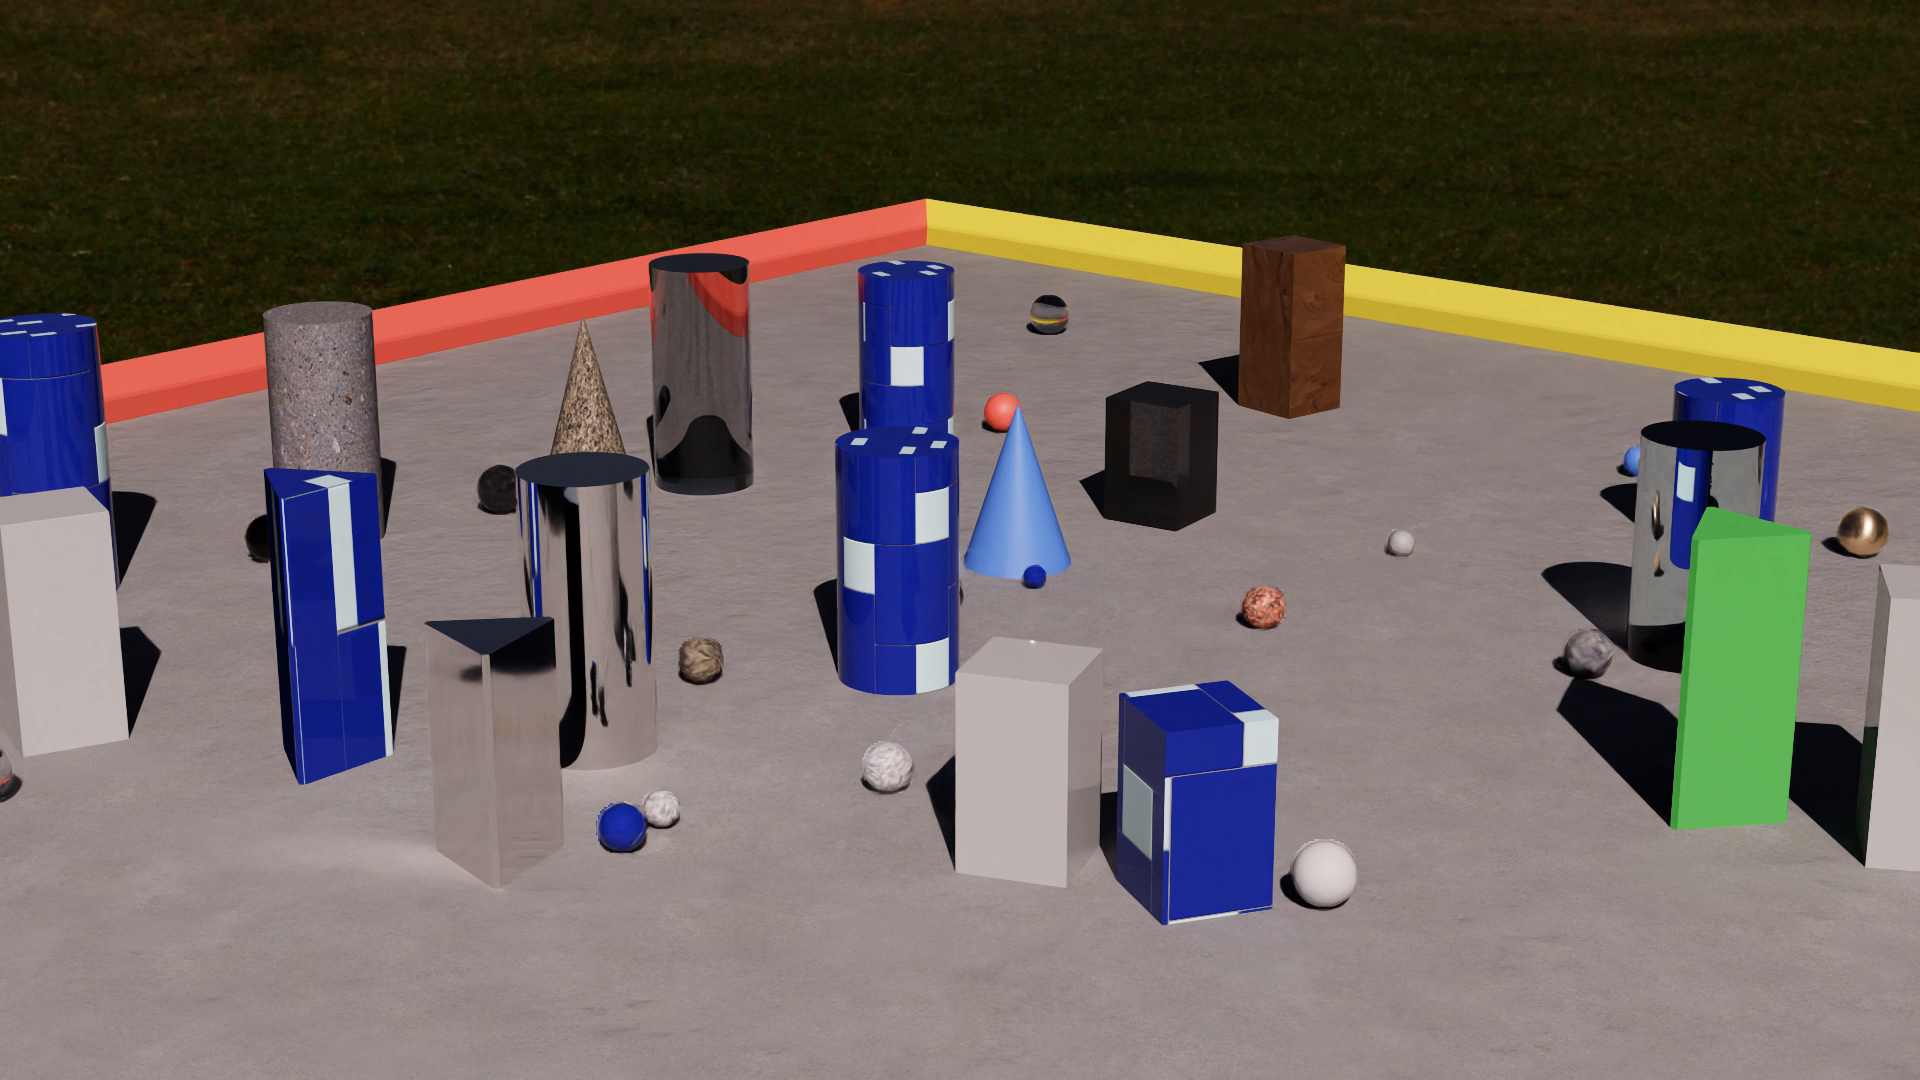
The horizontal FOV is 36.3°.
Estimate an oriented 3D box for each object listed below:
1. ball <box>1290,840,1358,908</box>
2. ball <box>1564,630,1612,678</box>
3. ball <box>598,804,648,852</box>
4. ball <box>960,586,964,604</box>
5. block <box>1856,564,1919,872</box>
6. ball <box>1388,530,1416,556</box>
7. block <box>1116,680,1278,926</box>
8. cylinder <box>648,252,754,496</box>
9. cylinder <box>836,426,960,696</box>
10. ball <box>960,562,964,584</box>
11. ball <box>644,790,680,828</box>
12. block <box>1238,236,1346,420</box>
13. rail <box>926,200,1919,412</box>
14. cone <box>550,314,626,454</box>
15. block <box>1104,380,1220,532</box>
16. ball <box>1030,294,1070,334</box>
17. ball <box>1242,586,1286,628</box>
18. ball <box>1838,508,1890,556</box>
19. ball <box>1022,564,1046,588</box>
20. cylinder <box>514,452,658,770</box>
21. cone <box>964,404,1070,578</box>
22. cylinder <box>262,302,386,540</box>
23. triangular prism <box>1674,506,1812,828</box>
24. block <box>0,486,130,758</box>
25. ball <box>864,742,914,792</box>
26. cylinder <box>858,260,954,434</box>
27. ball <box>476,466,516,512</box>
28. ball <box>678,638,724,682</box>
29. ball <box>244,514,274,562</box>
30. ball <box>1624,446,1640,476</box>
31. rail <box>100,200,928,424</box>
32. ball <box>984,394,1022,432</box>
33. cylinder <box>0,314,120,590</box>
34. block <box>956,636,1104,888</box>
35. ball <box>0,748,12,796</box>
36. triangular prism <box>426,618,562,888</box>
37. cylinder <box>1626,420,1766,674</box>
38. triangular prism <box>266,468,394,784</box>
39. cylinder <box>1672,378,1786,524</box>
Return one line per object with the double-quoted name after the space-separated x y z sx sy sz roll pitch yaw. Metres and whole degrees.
0.478 0.438 3.846 0.087 0.087 0.087 0 17 0 "ball"
1.010 0.183 4.711 0.077 0.077 0.077 0 17 0 "ball"
-0.463 0.395 4.025 0.067 0.067 0.067 0 17 0 "ball"
-0.015 0.096 5.053 0.046 0.046 0.046 0 17 0 "ball"
1.320 0.243 3.980 0.157 0.384 0.157 3 17 11 "block"
0.805 0.006 5.344 0.049 0.049 0.049 0 17 0 "ball"
0.309 0.343 3.852 0.157 0.265 0.157 -6 18 -19 "block"
-0.508 -0.327 5.768 0.196 0.443 0.196 0 17 0 "cylinder"
-0.099 0.031 4.672 0.196 0.389 0.196 0 17 0 "cylinder"
-0.034 0.057 5.115 0.083 0.083 0.083 0 17 0 "ball"
-0.418 0.376 4.111 0.053 0.053 0.053 0 17 0 "ball"
0.720 -0.464 6.366 0.157 0.359 0.157 -13 21 -37 "block"
1.520 -0.473 6.796 4.317 0.127 0.045 14 22 39 "rail"
-0.719 -0.252 5.642 0.196 0.373 0.196 0 17 0 "cone"
0.383 -0.161 5.571 0.157 0.238 0.157 11 20 32 "block"
0.217 -0.546 7.096 0.096 0.096 0.096 0 17 0 "ball"
0.513 0.113 4.949 0.072 0.072 0.072 0 17 0 "ball"
1.647 -0.015 5.344 0.090 0.090 0.090 0 17 0 "ball"
0.132 0.064 5.164 0.042 0.042 0.042 0 17 0 "ball"
-0.553 0.104 4.355 0.196 0.434 0.196 0 17 0 "cylinder"
0.104 -0.103 5.273 0.196 0.300 0.196 0 17 0 "cone"
-1.172 -0.211 5.411 0.196 0.426 0.196 0 17 0 "cylinder"
1.070 0.177 4.129 0.170 0.424 0.147 -3 17 -9 "triangular prism"
-1.367 0.121 4.424 0.157 0.360 0.157 -9 19 -28 "block"
-0.103 0.328 4.236 0.072 0.072 0.072 0 17 0 "ball"
-0.109 -0.365 6.002 0.196 0.381 0.196 0 17 0 "cylinder"
-0.879 -0.098 5.616 0.092 0.092 0.092 0 17 0 "ball"
-0.413 0.193 4.687 0.071 0.071 0.071 0 17 0 "ball"
-1.252 -0.003 5.313 0.085 0.085 0.085 0 17 0 "ball"
1.358 -0.158 5.866 0.062 0.062 0.062 0 17 0 "ball"
-1.612 -0.372 6.460 0.045 0.127 4.684 14 22 39 "rail"
0.092 -0.270 6.204 0.082 0.082 0.082 0 17 0 "ball"
-1.580 -0.140 5.092 0.196 0.475 0.196 0 17 0 "cylinder"
0.094 0.298 3.965 0.157 0.287 0.157 6 18 19 "block"
-1.402 0.332 4.187 0.093 0.093 0.093 0 17 0 "ball"
-0.609 0.275 3.967 0.147 0.330 0.170 -12 21 -35 "triangular prism"
1.195 0.010 4.770 0.196 0.373 0.196 0 17 0 "cylinder"
-0.960 0.116 4.313 0.147 0.434 0.170 14 22 38 "triangular prism"
1.398 -0.130 5.368 0.196 0.297 0.196 0 17 0 "cylinder"
